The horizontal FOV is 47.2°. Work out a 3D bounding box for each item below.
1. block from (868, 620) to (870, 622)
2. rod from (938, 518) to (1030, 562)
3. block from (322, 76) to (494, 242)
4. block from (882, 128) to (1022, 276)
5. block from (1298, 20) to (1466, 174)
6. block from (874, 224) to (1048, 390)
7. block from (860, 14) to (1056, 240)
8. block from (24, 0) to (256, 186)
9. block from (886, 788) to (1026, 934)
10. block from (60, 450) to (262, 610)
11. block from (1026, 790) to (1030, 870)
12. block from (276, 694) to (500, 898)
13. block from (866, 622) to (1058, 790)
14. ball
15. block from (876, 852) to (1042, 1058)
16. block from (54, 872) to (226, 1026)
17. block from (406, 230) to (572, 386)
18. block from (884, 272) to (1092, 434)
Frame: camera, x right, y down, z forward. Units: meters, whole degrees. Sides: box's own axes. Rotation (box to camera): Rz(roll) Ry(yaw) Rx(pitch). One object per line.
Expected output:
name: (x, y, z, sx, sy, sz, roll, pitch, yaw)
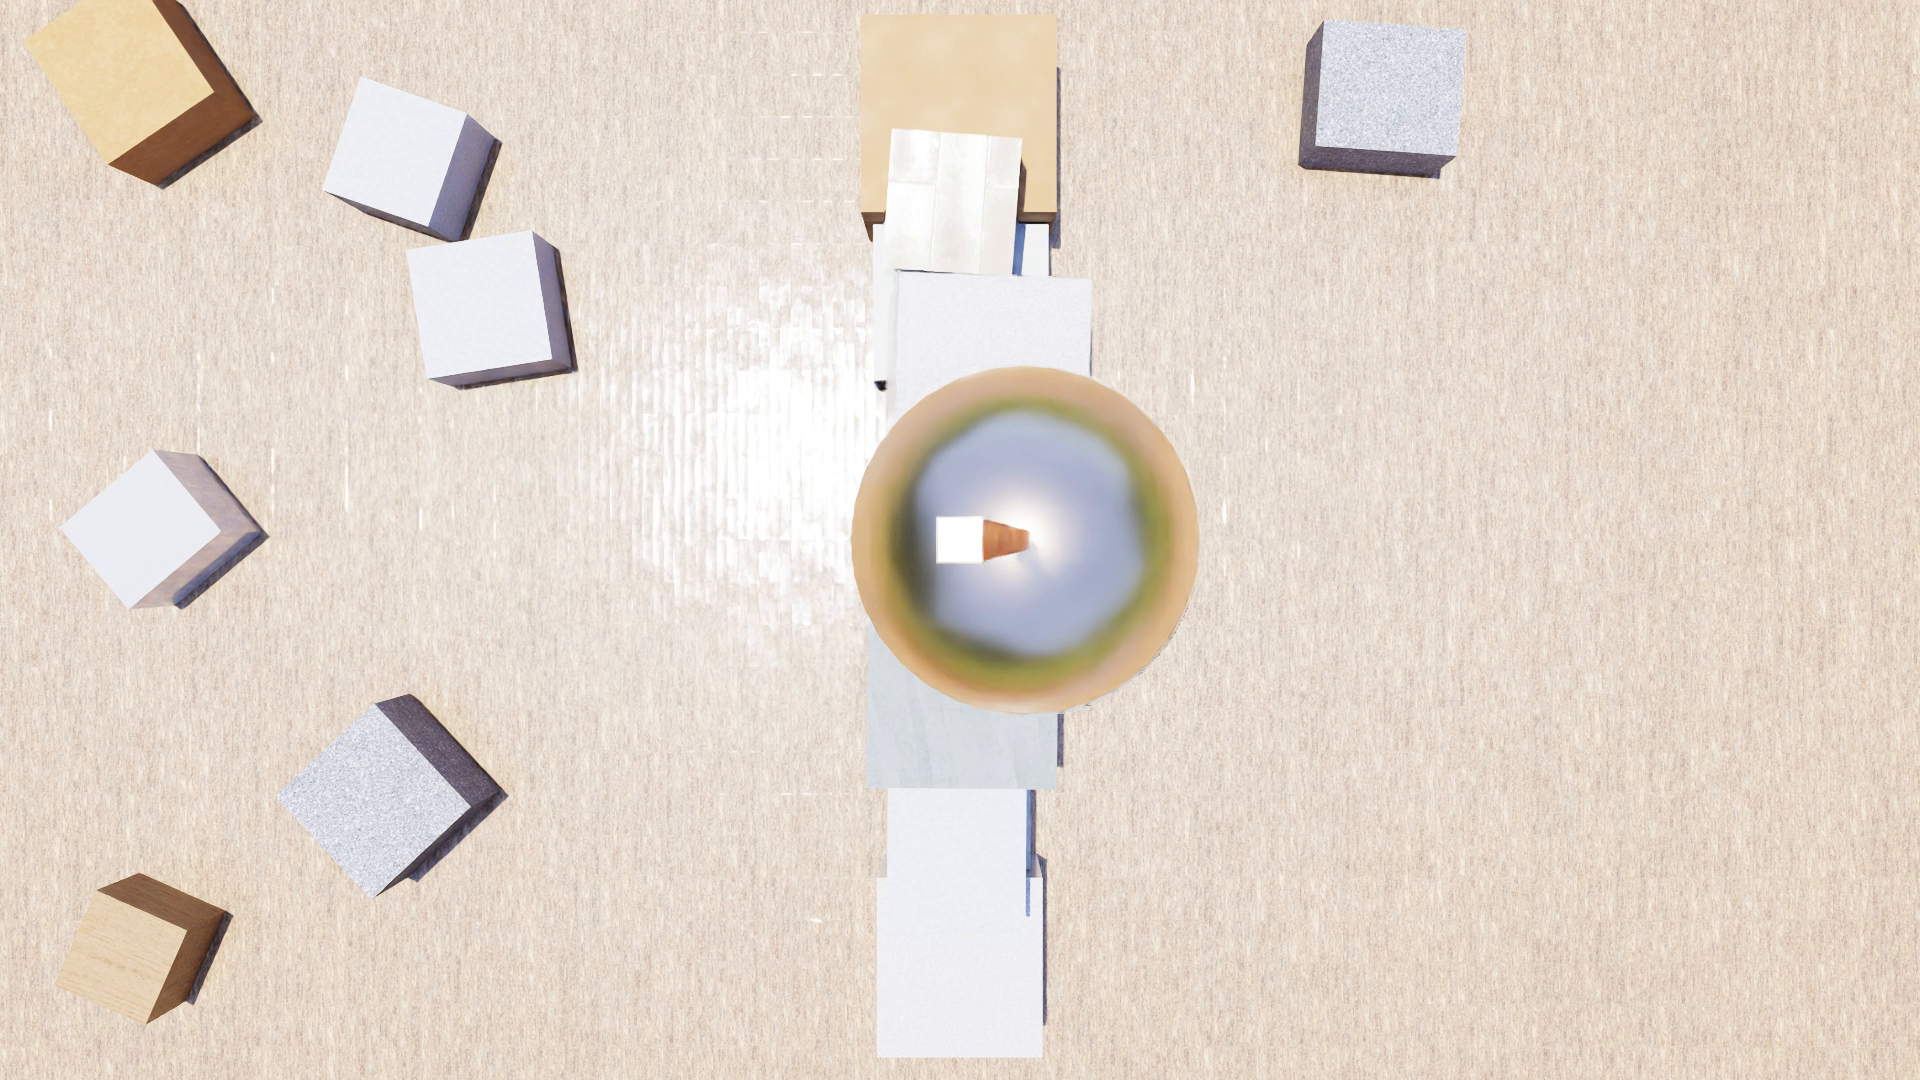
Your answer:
block: (-0.113, 0.057, 11.573, 0.703, 0.801, 0.724, 0, 90, 0)
rod: (0.128, 0.000, 6.653, 0.080, 5.200, 0.080, 0, 90, 3)
block: (-3.155, -2.168, 12.634, 0.625, 0.732, 0.668, 19, 90, 0)
block: (-0.040, -1.733, 11.511, 0.659, 0.687, 0.701, 4, 94, 0)
block: (2.422, -2.543, 12.680, 0.801, 0.641, 0.713, 4, 90, 0)
block: (0.004, -1.322, 12.609, 0.973, 0.781, 0.873, 0, 90, 0)
block: (-0.008, -2.300, 12.427, 1.054, 1.147, 1.064, 0, 90, 0)
block: (-4.698, -2.643, 12.639, 0.721, 0.722, 0.834, -34, 90, 0)
block: (-0.018, 1.656, 11.690, 0.715, 0.706, 0.765, 0, 89, 0)
block: (-4.578, -0.059, 12.640, 0.677, 0.719, 0.599, -40, 90, 0)
block: (0.008, 1.397, 12.638, 0.771, 0.725, 0.887, 0, 90, 0)
block: (-3.259, 1.452, 12.603, 0.754, 0.794, 0.785, -43, 90, 0)
block: (0.011, 0.845, 11.582, 0.971, 0.782, 0.844, 1, 90, 0)
ball: (0.295, 0.000, 10.049, 1.600, 1.600, 1.600, 0, 90, 0)
block: (-0.002, 2.341, 12.520, 0.907, 0.961, 0.983, 0, 90, 0)
block: (-4.712, 2.345, 12.672, 0.560, 0.657, 0.583, 24, 90, 0)
block: (-2.705, -1.325, 12.685, 0.715, 0.629, 0.734, -9, 90, 0)
block: (0.125, -0.825, 11.628, 0.980, 0.988, 1.011, 2, 89, -5)
